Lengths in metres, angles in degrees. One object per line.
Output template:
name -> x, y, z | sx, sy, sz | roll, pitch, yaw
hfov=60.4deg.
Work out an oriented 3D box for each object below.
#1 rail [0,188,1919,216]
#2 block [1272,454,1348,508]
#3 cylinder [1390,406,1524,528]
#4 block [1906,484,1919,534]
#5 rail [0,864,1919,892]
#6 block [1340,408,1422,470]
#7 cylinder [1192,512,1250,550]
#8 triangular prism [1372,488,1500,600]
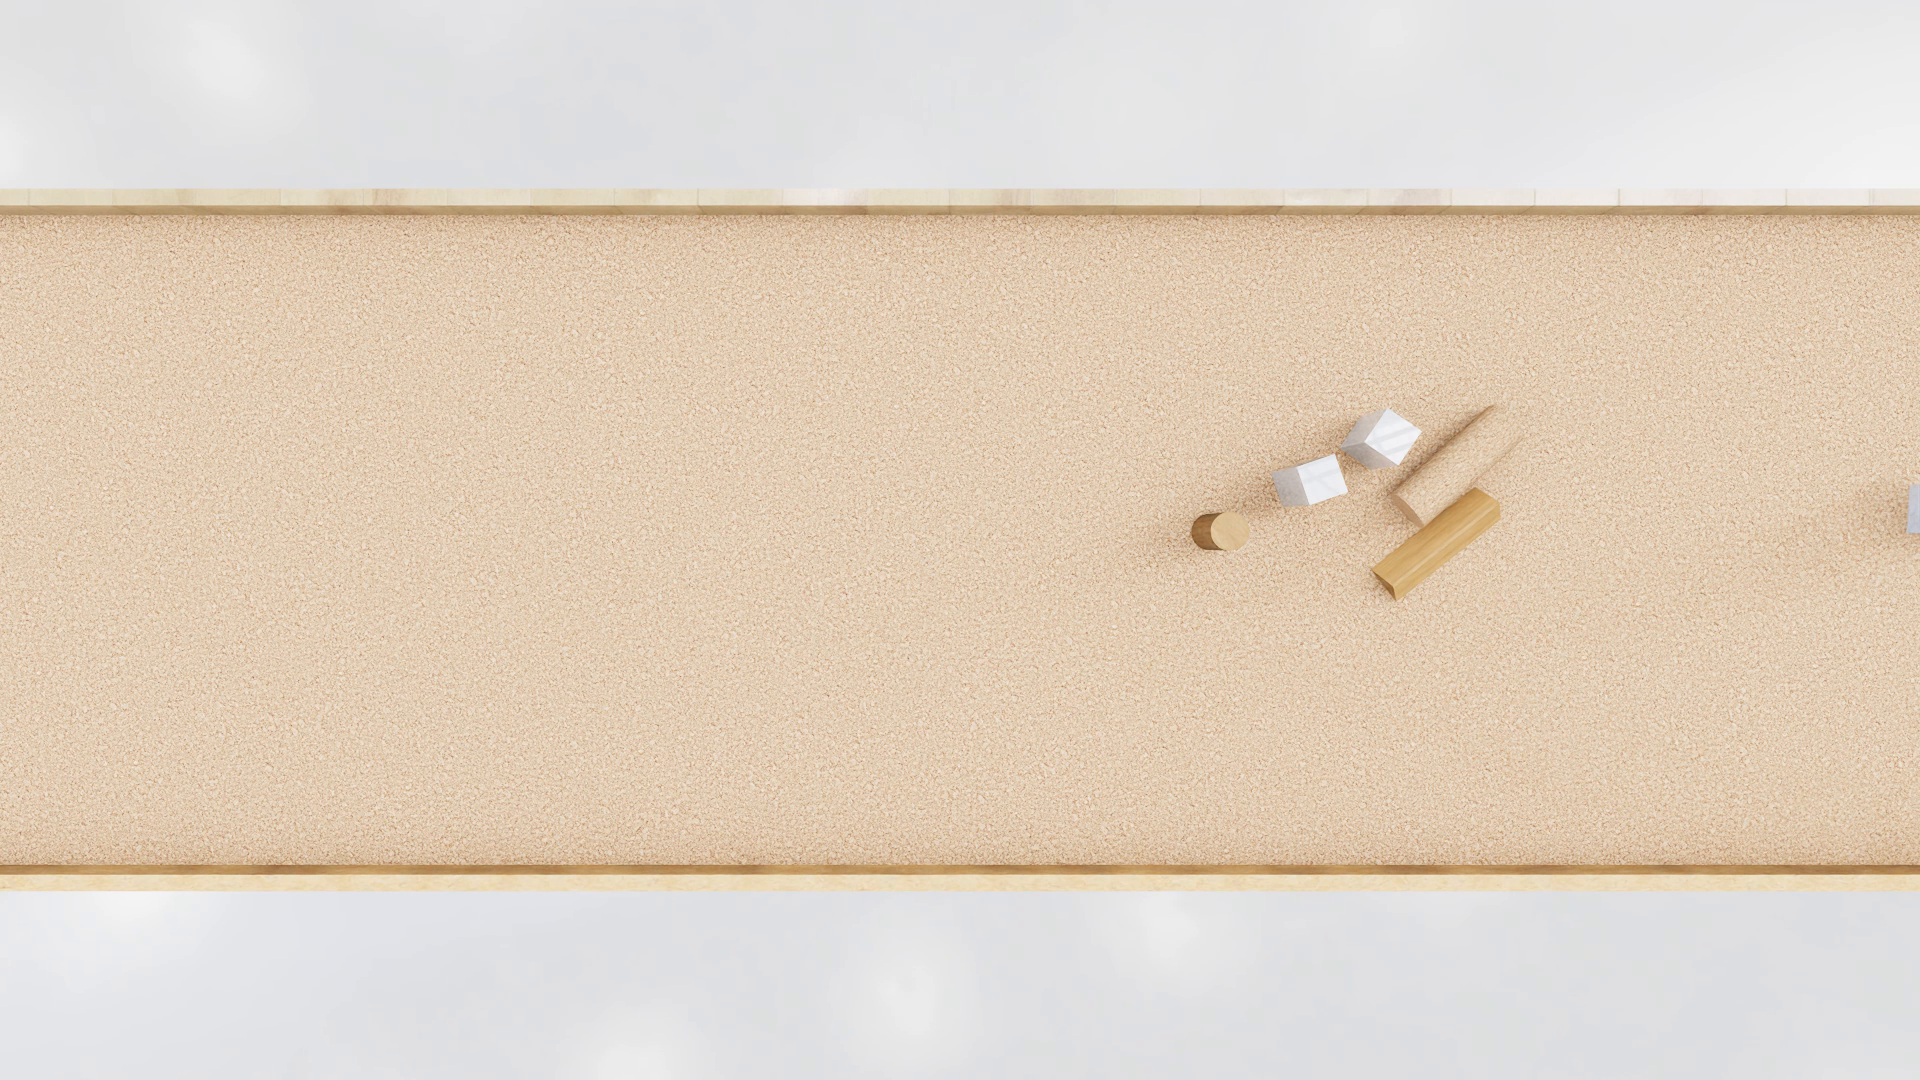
rail -> -2.247, -1.025, 5.002 | 12.000, 0.150, 0.050 | 0, 90, 0
block -> 1.030, -0.172, 4.882 | 0.114, 0.390, 0.114 | -19, 90, 0
cylinder -> 1.507, -0.223, 5.005 | 0.402, 0.144, 0.144 | -41, 90, 0
block -> 3.080, -0.085, 5.003 | 0.323, 0.148, 0.148 | 4, 90, 0
rail -> -2.247, 1.025, 5.001 | 12.000, 0.150, 0.050 | 0, 90, 0
block -> 1.250, -0.298, 4.919 | 0.119, 0.315, 0.119 | 34, 90, 0
cylinder -> 0.767, -0.025, 4.879 | 0.111, 0.395, 0.111 | 0, 90, 0
triangular prism -> 1.463, 0.013, 5.019 | 0.408, 0.108, 0.125 | -38, 90, 0
